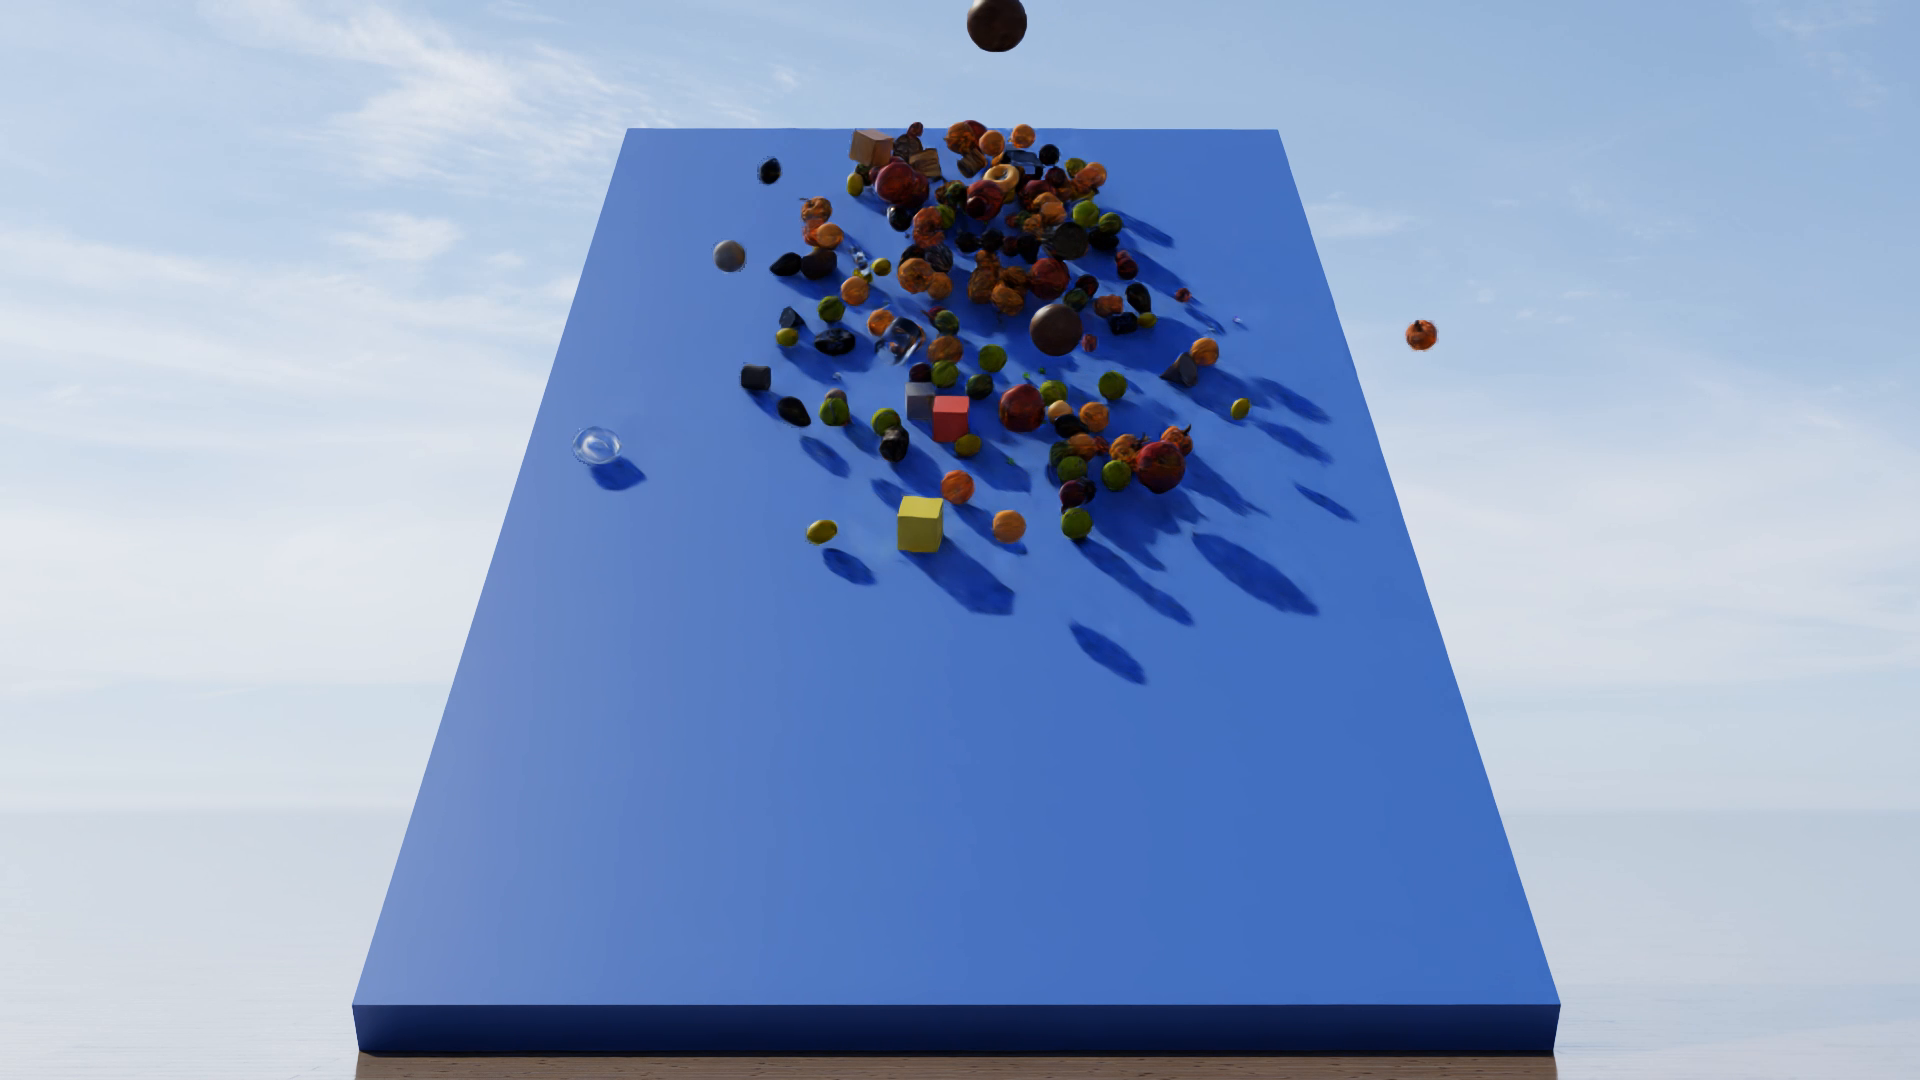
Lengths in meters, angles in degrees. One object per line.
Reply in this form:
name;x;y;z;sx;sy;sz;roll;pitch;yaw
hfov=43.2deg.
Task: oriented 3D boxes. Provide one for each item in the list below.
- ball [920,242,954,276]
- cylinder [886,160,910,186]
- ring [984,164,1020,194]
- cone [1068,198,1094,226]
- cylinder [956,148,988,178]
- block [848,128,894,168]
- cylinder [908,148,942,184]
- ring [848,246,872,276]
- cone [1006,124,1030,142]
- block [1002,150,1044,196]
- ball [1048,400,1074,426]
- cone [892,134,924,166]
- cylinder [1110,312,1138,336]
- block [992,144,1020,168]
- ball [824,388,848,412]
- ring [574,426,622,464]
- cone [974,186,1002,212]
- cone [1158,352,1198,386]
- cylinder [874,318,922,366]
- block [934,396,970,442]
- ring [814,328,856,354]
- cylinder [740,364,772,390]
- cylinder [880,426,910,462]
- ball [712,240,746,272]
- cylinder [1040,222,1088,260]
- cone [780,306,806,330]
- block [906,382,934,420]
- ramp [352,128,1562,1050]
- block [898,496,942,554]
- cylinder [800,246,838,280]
ball;-0.062;-0.751;6.494;0.090;0.090;0.090;0;-6;0
cylinder;-0.180;-1.067;7.033;0.055;0.055;0.055;-16;27;8
ring;0.117;-1.020;6.844;0.105;0.105;0.035;-2;-41;15
cone;0.318;-0.899;6.690;0.080;0.080;0.080;-4;15;34
cylinder;0.034;-1.094;7.041;0.063;0.063;0.063;-42;9;-19
block;-0.247;-1.097;6.783;0.080;0.080;0.080;30;28;32
cylinder;-0.099;-1.071;6.950;0.083;0.083;0.083;-12;-2;0
ring;-0.253;-0.709;6.147;0.028;0.083;0.083;-33;-2;-8
cone;0.164;-1.180;7.100;0.064;0.064;0.064;-24;-9;5
block;0.175;-1.054;6.959;0.092;0.092;0.092;-1;37;-21
ball;0.238;-0.300;5.759;0.062;0.062;0.062;0;-6;0
cone;-0.167;-1.158;7.227;0.096;0.096;0.096;2;3;-15
cylinder;0.418;-0.554;6.199;0.053;0.053;0.053;-13;-2;-21
block;0.136;-1.112;7.110;0.077;0.077;0.077;1;25;-1
ball;-0.298;-0.336;5.822;0.056;0.056;0.056;0;-6;0
ring;-0.839;-0.218;5.617;0.113;0.113;0.038;2;-45;-14
cone;0.066;-0.953;6.873;0.078;0.078;0.078;-39;-23;21
cone;0.526;-0.411;5.970;0.086;0.086;0.086;-12;-12;35
cylinder;-0.152;-0.489;5.990;0.088;0.088;0.088;20;-38;16
block;-0.020;-0.285;5.714;0.080;0.080;0.080;2;31;4
ring;-0.316;-0.501;6.122;0.107;0.036;0.107;-1;32;0
cylinder;-0.497;-0.397;5.916;0.059;0.059;0.059;6;-5;15
cylinder;-0.151;-0.223;5.620;0.062;0.062;0.062;-1;34;10
ball;-0.601;-0.740;6.318;0.085;0.085;0.085;0;-6;0
cylinder;0.272;-0.778;6.310;0.097;0.097;0.097;2;4;-18
cone;-0.421;-0.565;6.237;0.061;0.061;0.061;11;-12;-41
block;-0.095;-0.333;5.808;0.066;0.066;0.066;-2;31;-4
ramp;-0.014;-0.205;5.756;2.000;0.100;4.000;0;31;0
block;-0.086;-0.034;5.281;0.087;0.087;0.087;4;31;6
cylinder;-0.377;-0.741;6.492;0.073;0.073;0.073;-5;23;37
